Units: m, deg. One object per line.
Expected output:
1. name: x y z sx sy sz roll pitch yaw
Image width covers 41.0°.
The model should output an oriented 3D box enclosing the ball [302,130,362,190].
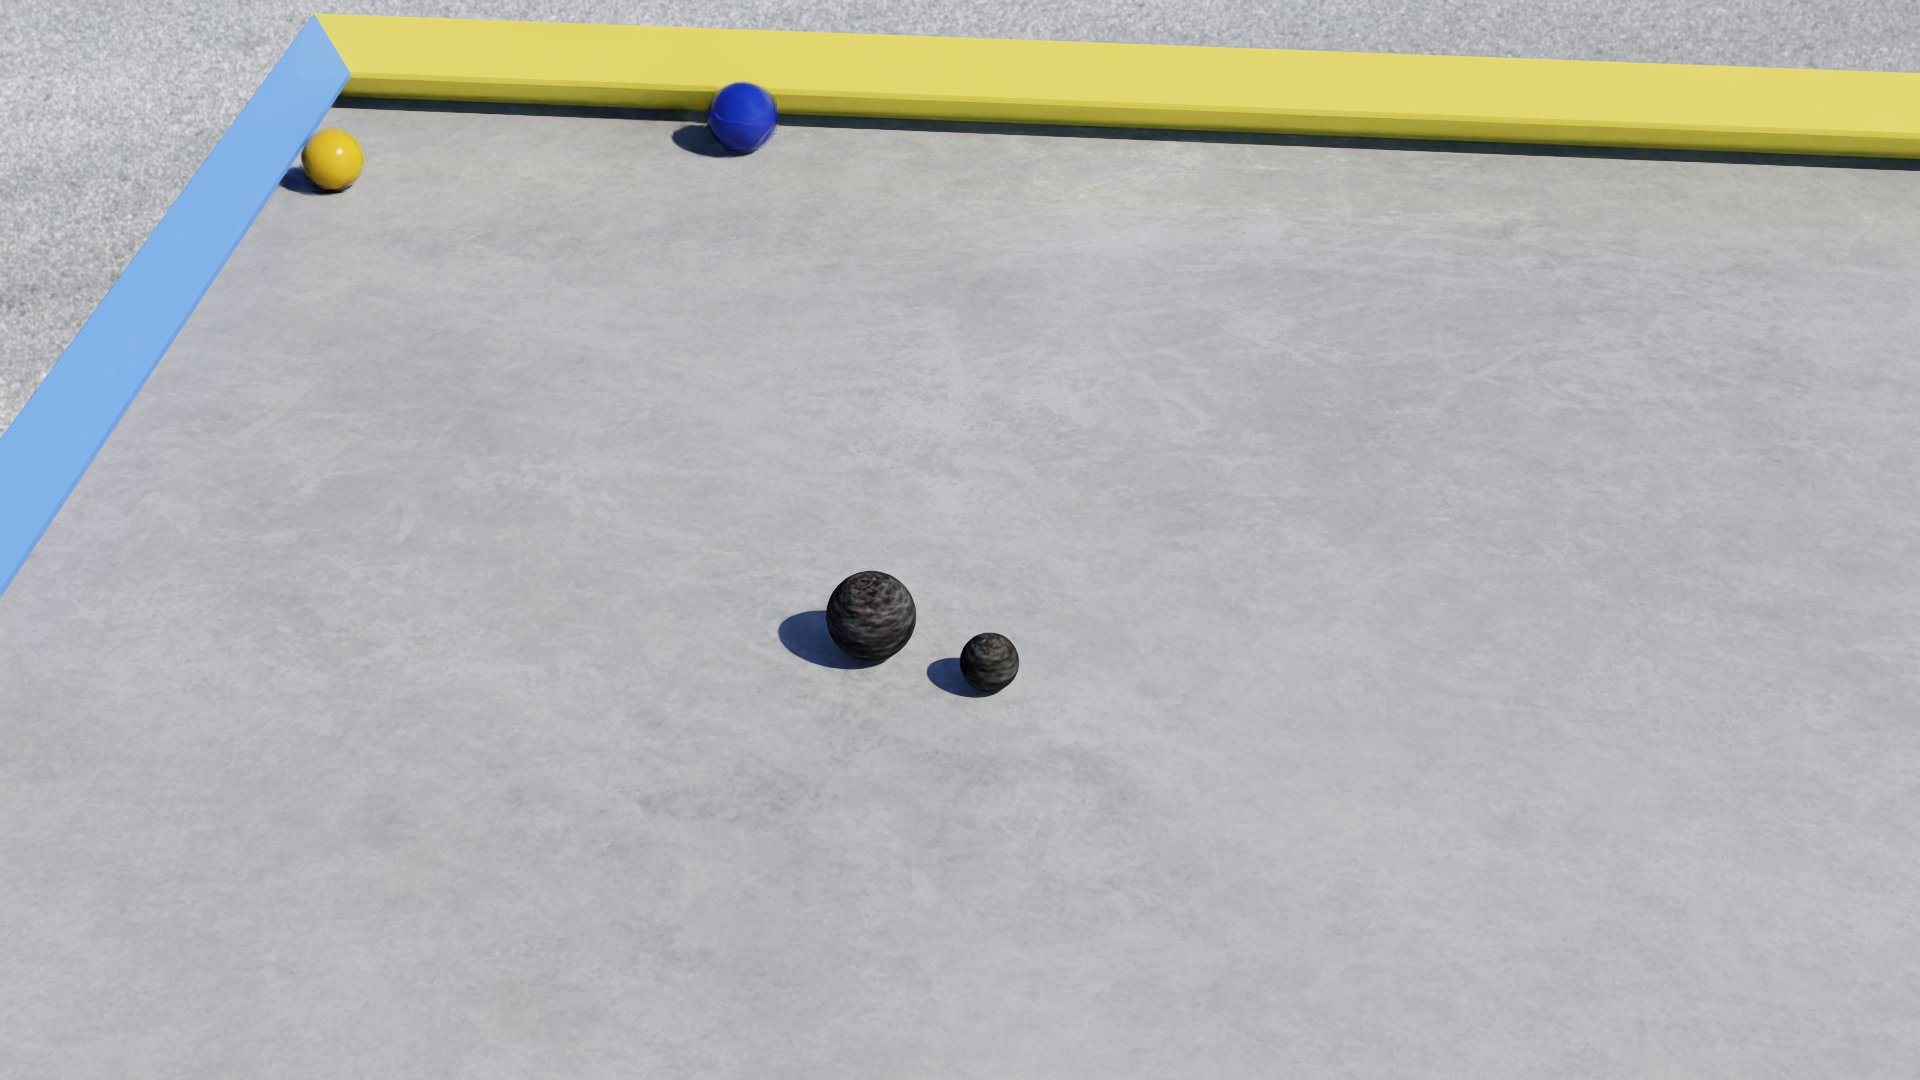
1. ball: -0.597 -0.361 2.438 0.057 0.057 0.057 0 35 0

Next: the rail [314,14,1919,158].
1. rail: 0.787 -0.404 2.470 2.888 0.088 0.045 3 35 4

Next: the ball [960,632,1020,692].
1. ball: 0.021 0.086 1.810 0.042 0.042 0.042 0 35 0

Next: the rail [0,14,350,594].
1. rail: -0.695 -0.049 1.962 0.045 0.088 1.550 3 35 4

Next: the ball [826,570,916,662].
1. ball: -0.064 0.054 1.835 0.065 0.065 0.065 0 35 0

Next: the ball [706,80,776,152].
1. ball: -0.213 -0.413 2.503 0.068 0.068 0.068 0 35 0
